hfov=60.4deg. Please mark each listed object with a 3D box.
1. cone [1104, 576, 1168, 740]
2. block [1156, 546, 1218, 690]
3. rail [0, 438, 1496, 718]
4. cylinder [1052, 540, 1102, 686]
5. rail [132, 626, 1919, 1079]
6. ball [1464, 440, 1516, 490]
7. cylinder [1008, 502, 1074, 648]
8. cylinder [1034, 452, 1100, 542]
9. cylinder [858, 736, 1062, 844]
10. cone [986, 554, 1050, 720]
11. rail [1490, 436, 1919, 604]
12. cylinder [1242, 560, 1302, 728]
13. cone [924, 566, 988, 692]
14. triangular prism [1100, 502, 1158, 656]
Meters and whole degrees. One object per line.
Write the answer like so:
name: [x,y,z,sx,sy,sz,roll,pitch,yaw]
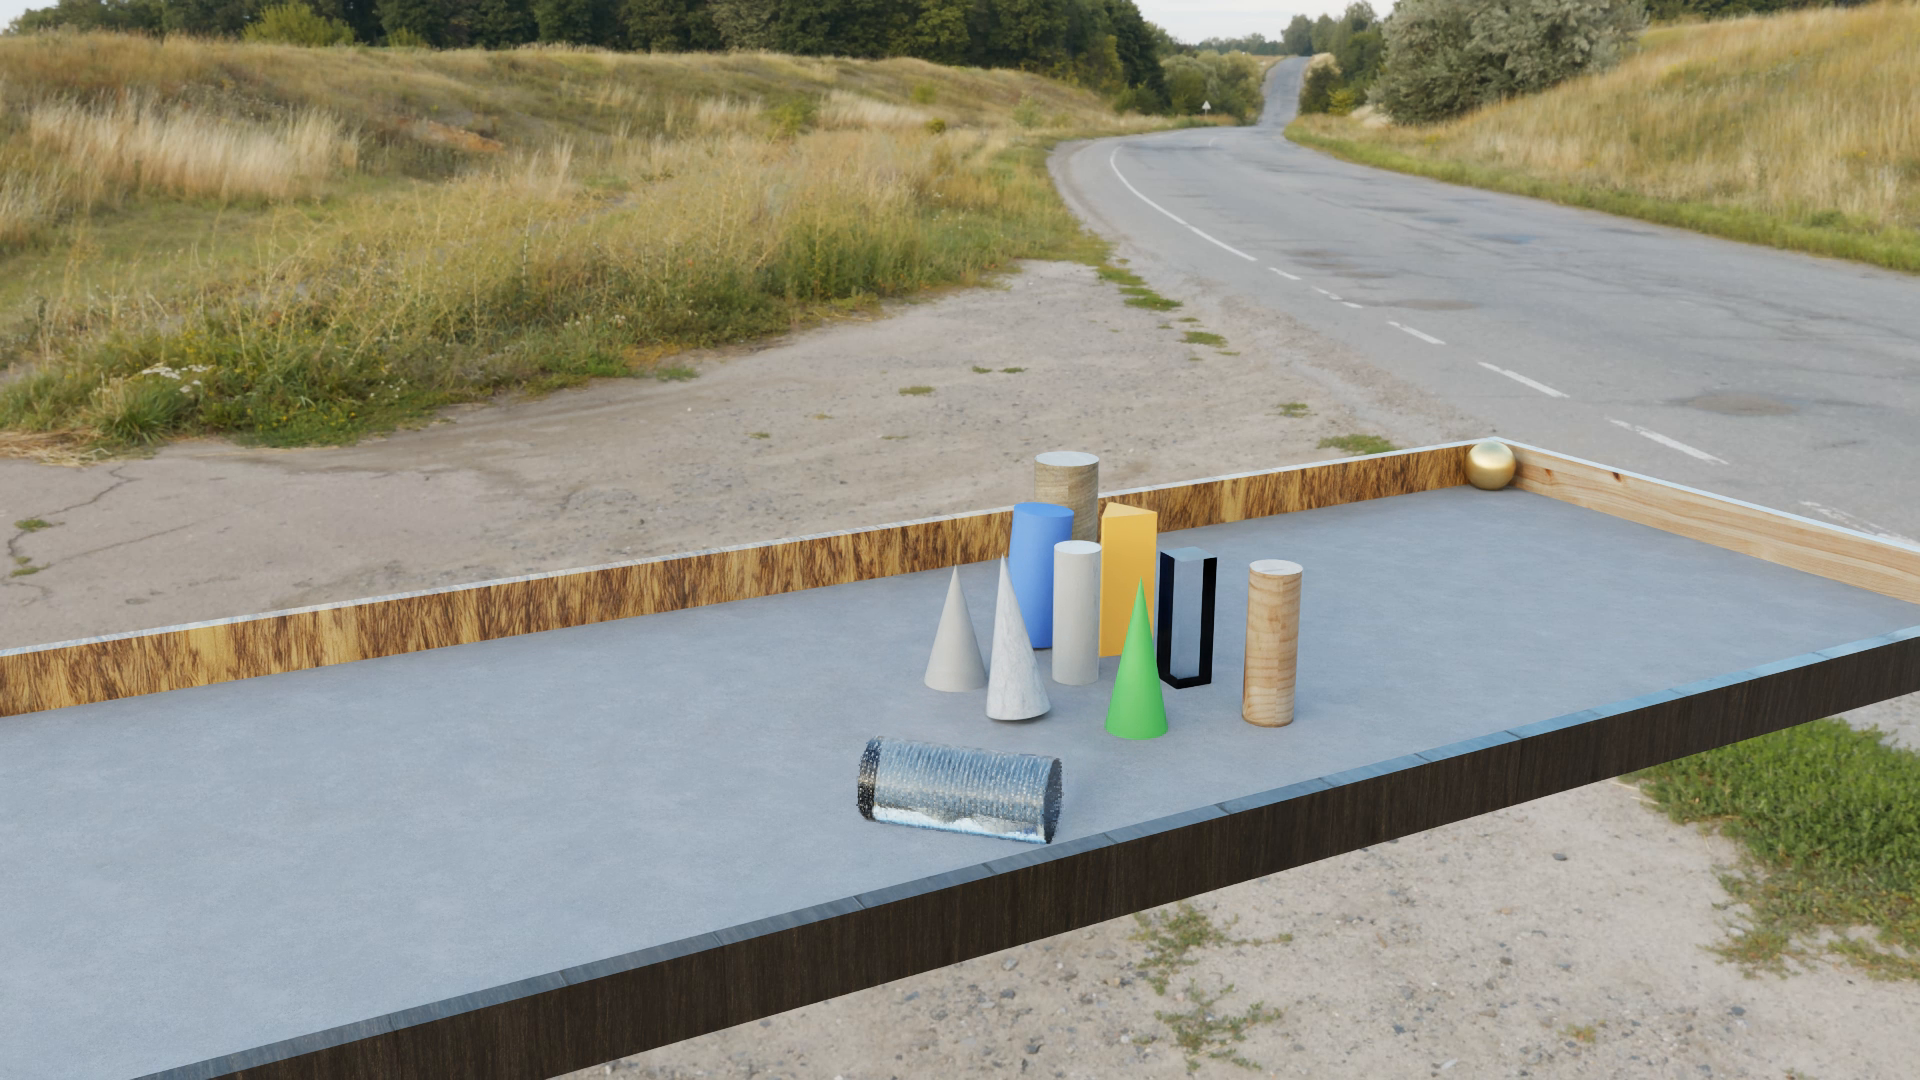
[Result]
cone: [0.413,0.260,3.811,0.148,0.372,0.148,0,16,0]
block: [0.563,0.193,4.109,0.101,0.331,0.101,-7,18,-23]
rail: [-3.305,0.497,3.399,12.000,0.150,0.050,-9,18,-27]
cylinder: [0.292,0.182,4.128,0.118,0.343,0.118,0,16,0]
rail: [-2.336,1.006,1.665,12.000,0.150,0.050,-9,18,-27]
ball: [1.915,-0.270,5.958,0.177,0.177,0.177,0,16,0]
cylinder: [0.205,0.092,4.384,0.159,0.356,0.159,5,14,-1]
cylinder: [0.295,-0.013,4.616,0.178,0.441,0.178,0,16,0]
cylinder: [0.002,0.504,3.339,0.381,0.171,0.171,5,17,16]
cone: [0.119,0.216,3.901,0.157,0.386,0.157,-6,11,1]
rail: [2.466,-0.048,5.253,0.050,0.150,2.100,-9,18,-27]
cylinder: [0.731,0.242,3.866,0.122,0.374,0.122,0,16,0]
cone: [-0.011,0.206,4.110,0.161,0.308,0.161,0,16,0]
triangular prism: [0.417,0.100,4.345,0.153,0.378,0.132,-5,17,-18]
